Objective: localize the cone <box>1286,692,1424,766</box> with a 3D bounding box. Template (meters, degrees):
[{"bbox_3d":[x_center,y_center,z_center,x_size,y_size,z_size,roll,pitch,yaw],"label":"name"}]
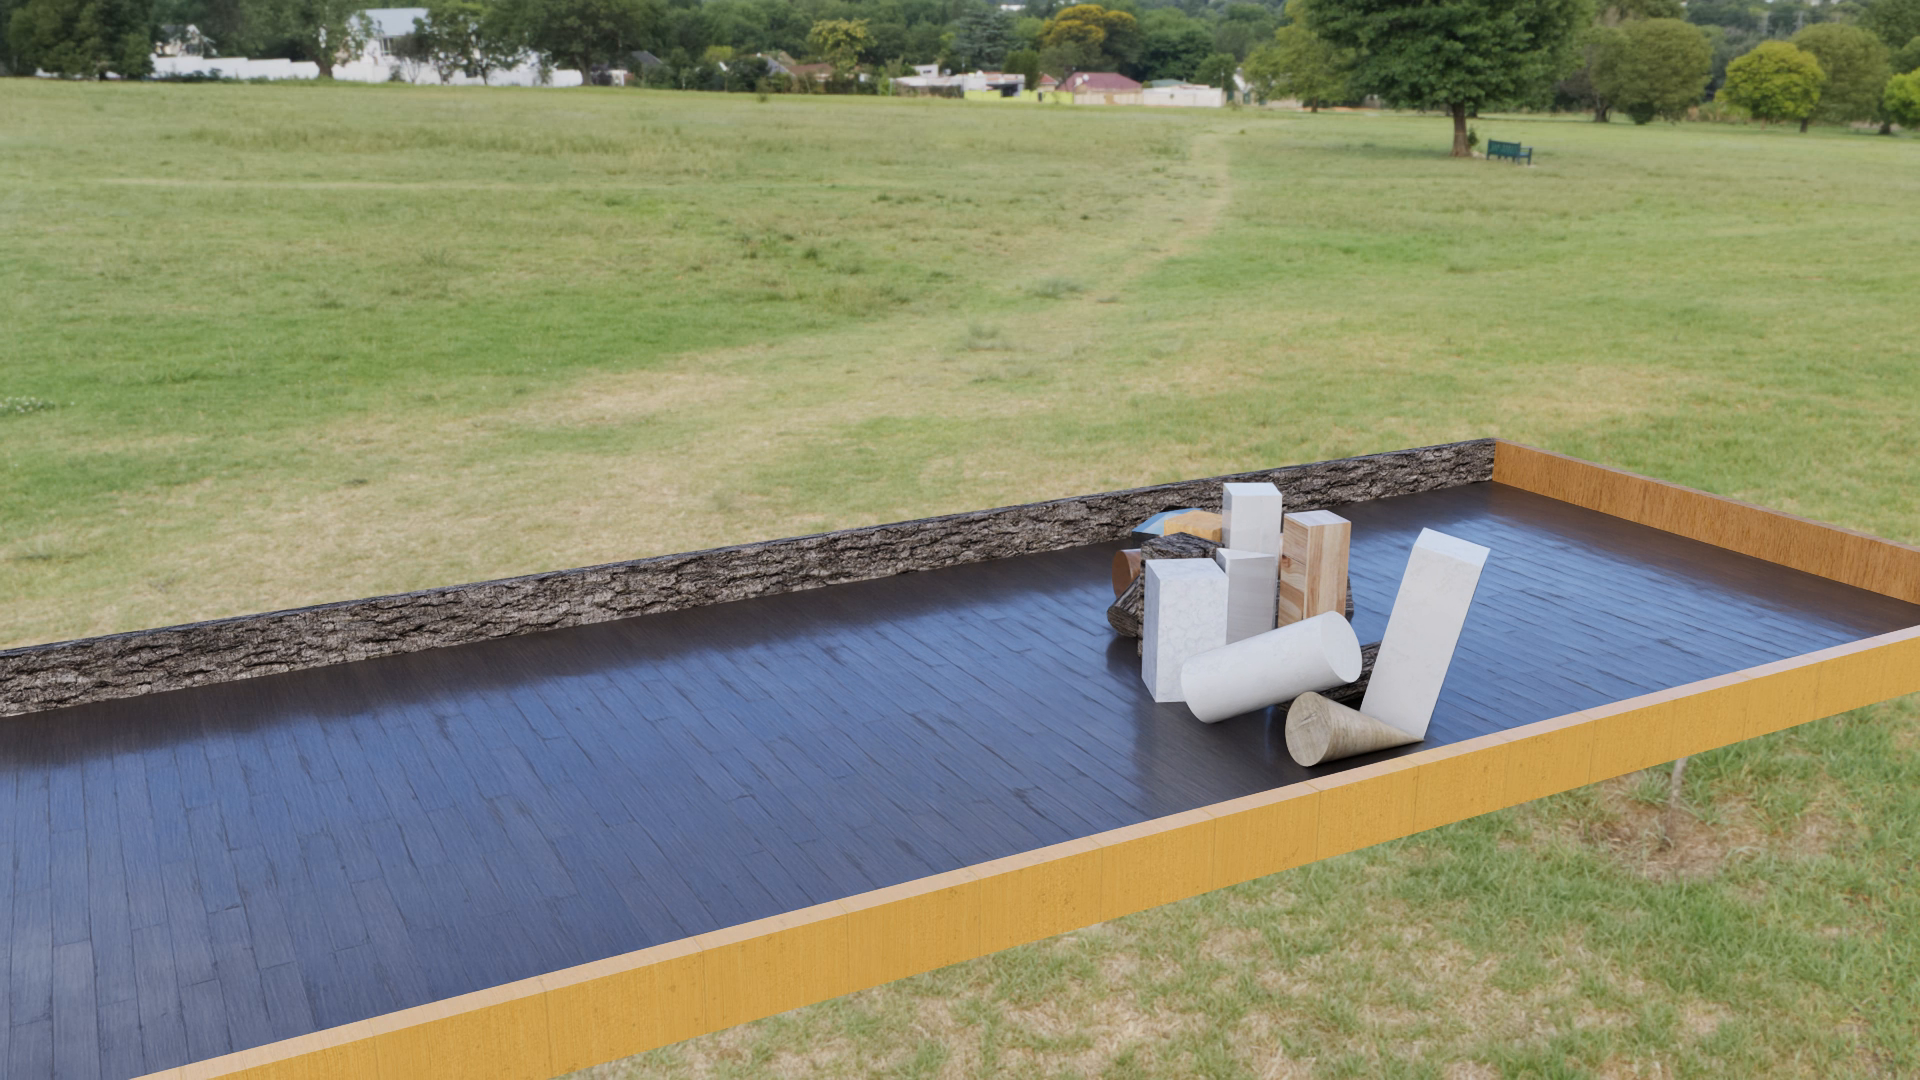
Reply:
[{"bbox_3d":[0.921,0.439,3.719,0.334,0.165,0.165,8,12,-24],"label":"cone"}]

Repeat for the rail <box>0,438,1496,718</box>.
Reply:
[{"bbox_3d":[-3.305,0.497,3.399,12.000,0.150,0.050,-9,18,-27],"label":"rail"}]

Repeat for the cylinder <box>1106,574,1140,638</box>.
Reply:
[{"bbox_3d":[0.567,0.094,4.554,0.106,0.106,0.430,14,45,39],"label":"cylinder"}]

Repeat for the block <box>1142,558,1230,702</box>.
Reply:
[{"bbox_3d":[0.551,0.220,4.054,0.167,0.311,0.167,-2,16,-5],"label":"block"}]

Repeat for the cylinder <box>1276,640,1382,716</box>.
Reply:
[{"bbox_3d":[0.965,0.326,4.035,0.449,0.119,0.119,-11,20,-33],"label":"cylinder"}]

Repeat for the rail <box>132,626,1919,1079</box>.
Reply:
[{"bbox_3d":[-2.336,1.006,1.665,12.000,0.150,0.050,-9,18,-27],"label":"rail"}]

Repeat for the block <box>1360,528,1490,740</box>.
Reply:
[{"bbox_3d":[1.070,0.215,3.807,0.154,0.438,0.154,20,22,18],"label":"block"}]

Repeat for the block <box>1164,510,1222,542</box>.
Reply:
[{"bbox_3d":[0.651,0.099,4.452,0.150,0.318,0.150,14,21,39],"label":"block"}]

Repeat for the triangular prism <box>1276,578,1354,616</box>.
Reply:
[{"bbox_3d":[0.896,0.155,4.658,0.422,0.091,0.105,-3,17,-10],"label":"triangular prism"}]

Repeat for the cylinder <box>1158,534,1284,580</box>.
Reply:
[{"bbox_3d":[0.790,0.054,4.917,0.396,0.144,0.144,-1,16,-3],"label":"cylinder"}]

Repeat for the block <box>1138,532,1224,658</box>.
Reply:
[{"bbox_3d":[0.569,0.159,4.255,0.150,0.315,0.150,-13,21,-38],"label":"block"}]

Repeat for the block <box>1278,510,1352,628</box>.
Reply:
[{"bbox_3d":[0.872,0.151,4.082,0.117,0.428,0.117,-6,17,-18],"label":"block"}]

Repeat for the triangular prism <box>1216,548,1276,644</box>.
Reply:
[{"bbox_3d":[0.679,0.187,4.139,0.156,0.317,0.135,-4,12,-30],"label":"triangular prism"}]

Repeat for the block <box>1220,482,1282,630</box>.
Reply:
[{"bbox_3d":[0.753,0.079,4.307,0.127,0.438,0.127,0,16,-1],"label":"block"}]

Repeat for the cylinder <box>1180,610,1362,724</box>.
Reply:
[{"bbox_3d":[0.708,0.295,3.773,0.383,0.164,0.164,-23,-1,39],"label":"cylinder"}]

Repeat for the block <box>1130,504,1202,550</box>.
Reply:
[{"bbox_3d":[0.652,-0.012,5.200,0.110,0.110,0.343,8,18,26],"label":"block"}]

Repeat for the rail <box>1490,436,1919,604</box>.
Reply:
[{"bbox_3d":[2.466,-0.048,5.253,0.050,0.150,2.100,-9,18,-27],"label":"rail"}]

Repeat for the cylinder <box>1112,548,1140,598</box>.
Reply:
[{"bbox_3d":[0.605,0.100,4.727,0.301,0.163,0.163,-4,17,-14],"label":"cylinder"}]
